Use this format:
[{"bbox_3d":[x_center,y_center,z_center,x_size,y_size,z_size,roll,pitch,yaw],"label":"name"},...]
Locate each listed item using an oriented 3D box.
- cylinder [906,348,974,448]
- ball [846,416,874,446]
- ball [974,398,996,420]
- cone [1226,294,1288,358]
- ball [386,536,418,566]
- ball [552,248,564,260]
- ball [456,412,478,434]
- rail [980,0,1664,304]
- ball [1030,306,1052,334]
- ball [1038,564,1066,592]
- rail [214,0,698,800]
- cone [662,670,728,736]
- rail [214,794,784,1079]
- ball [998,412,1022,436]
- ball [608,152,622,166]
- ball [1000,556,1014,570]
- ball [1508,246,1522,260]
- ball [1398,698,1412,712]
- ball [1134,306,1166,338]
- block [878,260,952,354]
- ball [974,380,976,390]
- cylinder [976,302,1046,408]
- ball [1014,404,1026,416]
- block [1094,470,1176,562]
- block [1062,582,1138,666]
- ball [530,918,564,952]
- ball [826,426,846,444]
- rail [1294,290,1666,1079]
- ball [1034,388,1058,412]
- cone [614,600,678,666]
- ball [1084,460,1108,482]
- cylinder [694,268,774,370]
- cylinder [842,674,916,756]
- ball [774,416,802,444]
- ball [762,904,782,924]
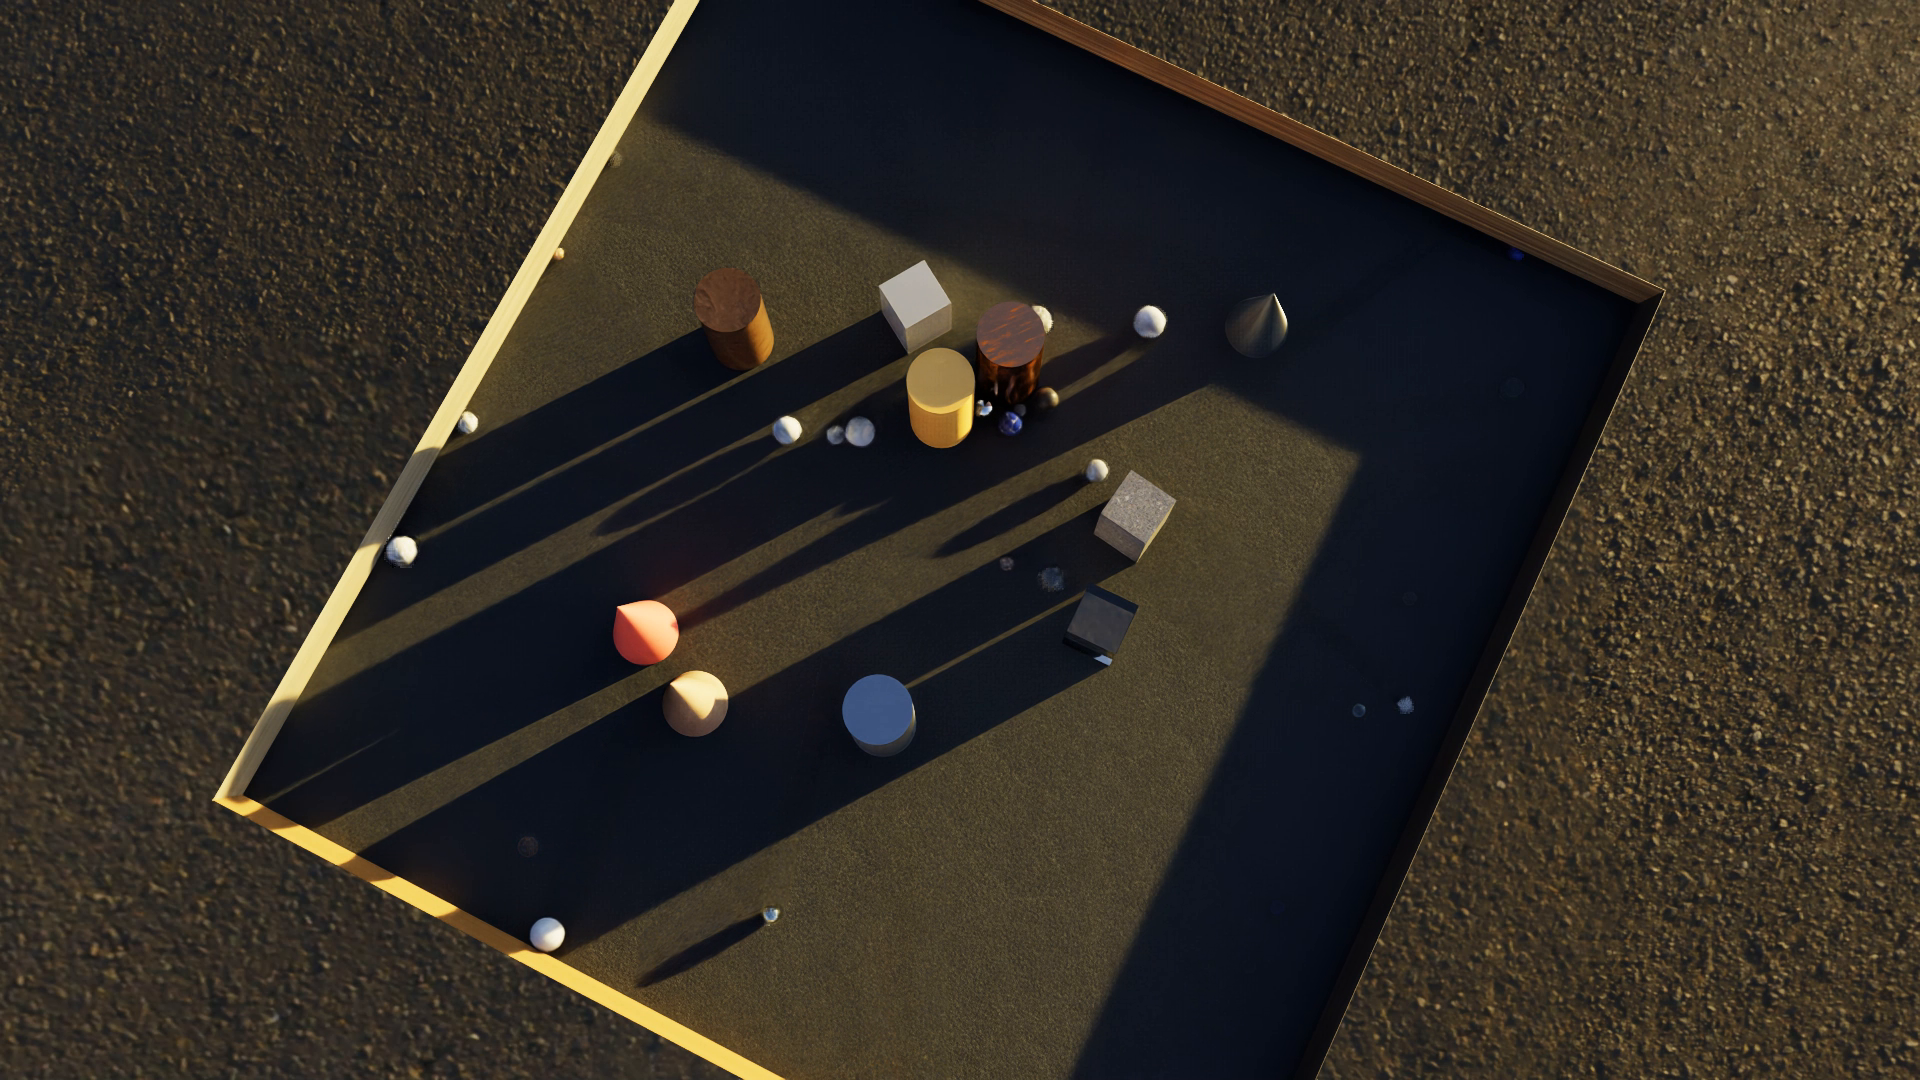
[{"bbox_3d":[-0.056,-0.422,5.501,0.199,0.397,0.199,0,78,0],"label":"cylinder"},{"bbox_3d":[-0.308,-0.334,5.639,0.092,0.092,0.092,0,78,0],"label":"ball"},{"bbox_3d":[0.075,-0.406,5.667,0.067,0.067,0.067,0,78,0],"label":"ball"},{"bbox_3d":[0.932,-0.699,5.595,0.199,0.325,0.199,0,78,0],"label":"cone"},{"bbox_3d":[-1.696,0.034,5.562,0.094,0.094,0.094,0,78,0],"label":"ball"},{"bbox_3d":[-1.269,-0.904,5.783,0.040,0.040,0.040,0,78,0],"label":"ball"},{"bbox_3d":[-1.521,-0.363,5.659,0.064,0.064,0.064,0,78,0],"label":"ball"},{"bbox_3d":[0.736,-1.435,5.847,3.193,0.129,0.045,26,80,5],"label":"rail"},{"bbox_3d":[0.239,-0.681,5.709,0.096,0.096,0.096,0,78,0],"label":"ball"},{"bbox_3d":[0.279,0.114,5.549,0.086,0.086,0.086,0,78,0],"label":"ball"},{"bbox_3d":[-1.407,-0.682,5.691,0.045,0.129,3.339,26,80,5],"label":"rail"},{"bbox_3d":[-0.797,0.444,5.280,0.199,0.479,0.199,0,78,0],"label":"cone"},{"bbox_3d":[-0.736,1.448,5.250,3.193,0.129,0.045,26,80,5],"label":"rail"},{"bbox_3d":[0.153,-0.360,5.653,0.075,0.075,0.075,0,78,0],"label":"ball"},{"bbox_3d":[-1.103,-1.217,5.845,0.046,0.046,0.046,0,78,0],"label":"ball"},{"bbox_3d":[0.144,0.072,5.580,0.042,0.042,0.042,0,78,0],"label":"ball"},{"bbox_3d":[1.751,-0.907,5.782,0.043,0.043,0.043,0,78,0],"label":"ball"},{"bbox_3d":[1.335,0.493,5.494,0.041,0.041,0.041,0,78,0],"label":"ball"},{"bbox_3d":[0.590,-0.678,5.706,0.099,0.099,0.099,0,78,0],"label":"ball"},{"bbox_3d":[-0.135,-0.713,5.635,0.159,0.252,0.159,-31,80,-6],"label":"block"},{"bbox_3d":[0.024,-0.483,5.688,0.056,0.056,0.056,0,78,0],"label":"ball"},{"bbox_3d":[0.147,-0.552,5.512,0.199,0.428,0.199,0,78,0],"label":"cylinder"},{"bbox_3d":[0.186,-0.402,5.679,0.040,0.040,0.040,0,78,0],"label":"ball"},{"bbox_3d":[0.520,-0.068,5.482,0.159,0.291,0.159,35,80,7],"label":"block"},{"bbox_3d":[0.415,0.251,5.440,0.159,0.245,0.159,25,79,5],"label":"block"},{"bbox_3d":[-1.200,1.148,5.329,0.099,0.099,0.099,0,78,0],"label":"ball"},{"bbox_3d":[-0.382,-0.325,5.655,0.057,0.057,0.057,0,78,0],"label":"ball"},{"bbox_3d":[1.407,0.696,5.406,0.045,0.129,3.339,26,80,5],"label":"rail"},{"bbox_3d":[0.266,-0.433,5.666,0.078,0.078,0.078,0,78,0],"label":"ball"},{"bbox_3d":[-0.953,0.233,5.329,0.199,0.469,0.199,0,78,0],"label":"cone"},{"bbox_3d":[0.418,-0.212,5.625,0.069,0.069,0.069,0,78,0],"label":"ball"},{"bbox_3d":[-0.683,-0.665,5.559,0.199,0.382,0.199,0,78,0],"label":"cylinder"},{"bbox_3d":[-0.230,0.513,5.316,0.199,0.381,0.199,0,78,0],"label":"cylinder"},{"bbox_3d":[-0.532,-0.338,5.643,0.086,0.086,0.086,0,78,0],"label":"ball"},{"bbox_3d":[-0.552,1.094,5.361,0.058,0.058,0.058,0,78,0],"label":"ball"}]
